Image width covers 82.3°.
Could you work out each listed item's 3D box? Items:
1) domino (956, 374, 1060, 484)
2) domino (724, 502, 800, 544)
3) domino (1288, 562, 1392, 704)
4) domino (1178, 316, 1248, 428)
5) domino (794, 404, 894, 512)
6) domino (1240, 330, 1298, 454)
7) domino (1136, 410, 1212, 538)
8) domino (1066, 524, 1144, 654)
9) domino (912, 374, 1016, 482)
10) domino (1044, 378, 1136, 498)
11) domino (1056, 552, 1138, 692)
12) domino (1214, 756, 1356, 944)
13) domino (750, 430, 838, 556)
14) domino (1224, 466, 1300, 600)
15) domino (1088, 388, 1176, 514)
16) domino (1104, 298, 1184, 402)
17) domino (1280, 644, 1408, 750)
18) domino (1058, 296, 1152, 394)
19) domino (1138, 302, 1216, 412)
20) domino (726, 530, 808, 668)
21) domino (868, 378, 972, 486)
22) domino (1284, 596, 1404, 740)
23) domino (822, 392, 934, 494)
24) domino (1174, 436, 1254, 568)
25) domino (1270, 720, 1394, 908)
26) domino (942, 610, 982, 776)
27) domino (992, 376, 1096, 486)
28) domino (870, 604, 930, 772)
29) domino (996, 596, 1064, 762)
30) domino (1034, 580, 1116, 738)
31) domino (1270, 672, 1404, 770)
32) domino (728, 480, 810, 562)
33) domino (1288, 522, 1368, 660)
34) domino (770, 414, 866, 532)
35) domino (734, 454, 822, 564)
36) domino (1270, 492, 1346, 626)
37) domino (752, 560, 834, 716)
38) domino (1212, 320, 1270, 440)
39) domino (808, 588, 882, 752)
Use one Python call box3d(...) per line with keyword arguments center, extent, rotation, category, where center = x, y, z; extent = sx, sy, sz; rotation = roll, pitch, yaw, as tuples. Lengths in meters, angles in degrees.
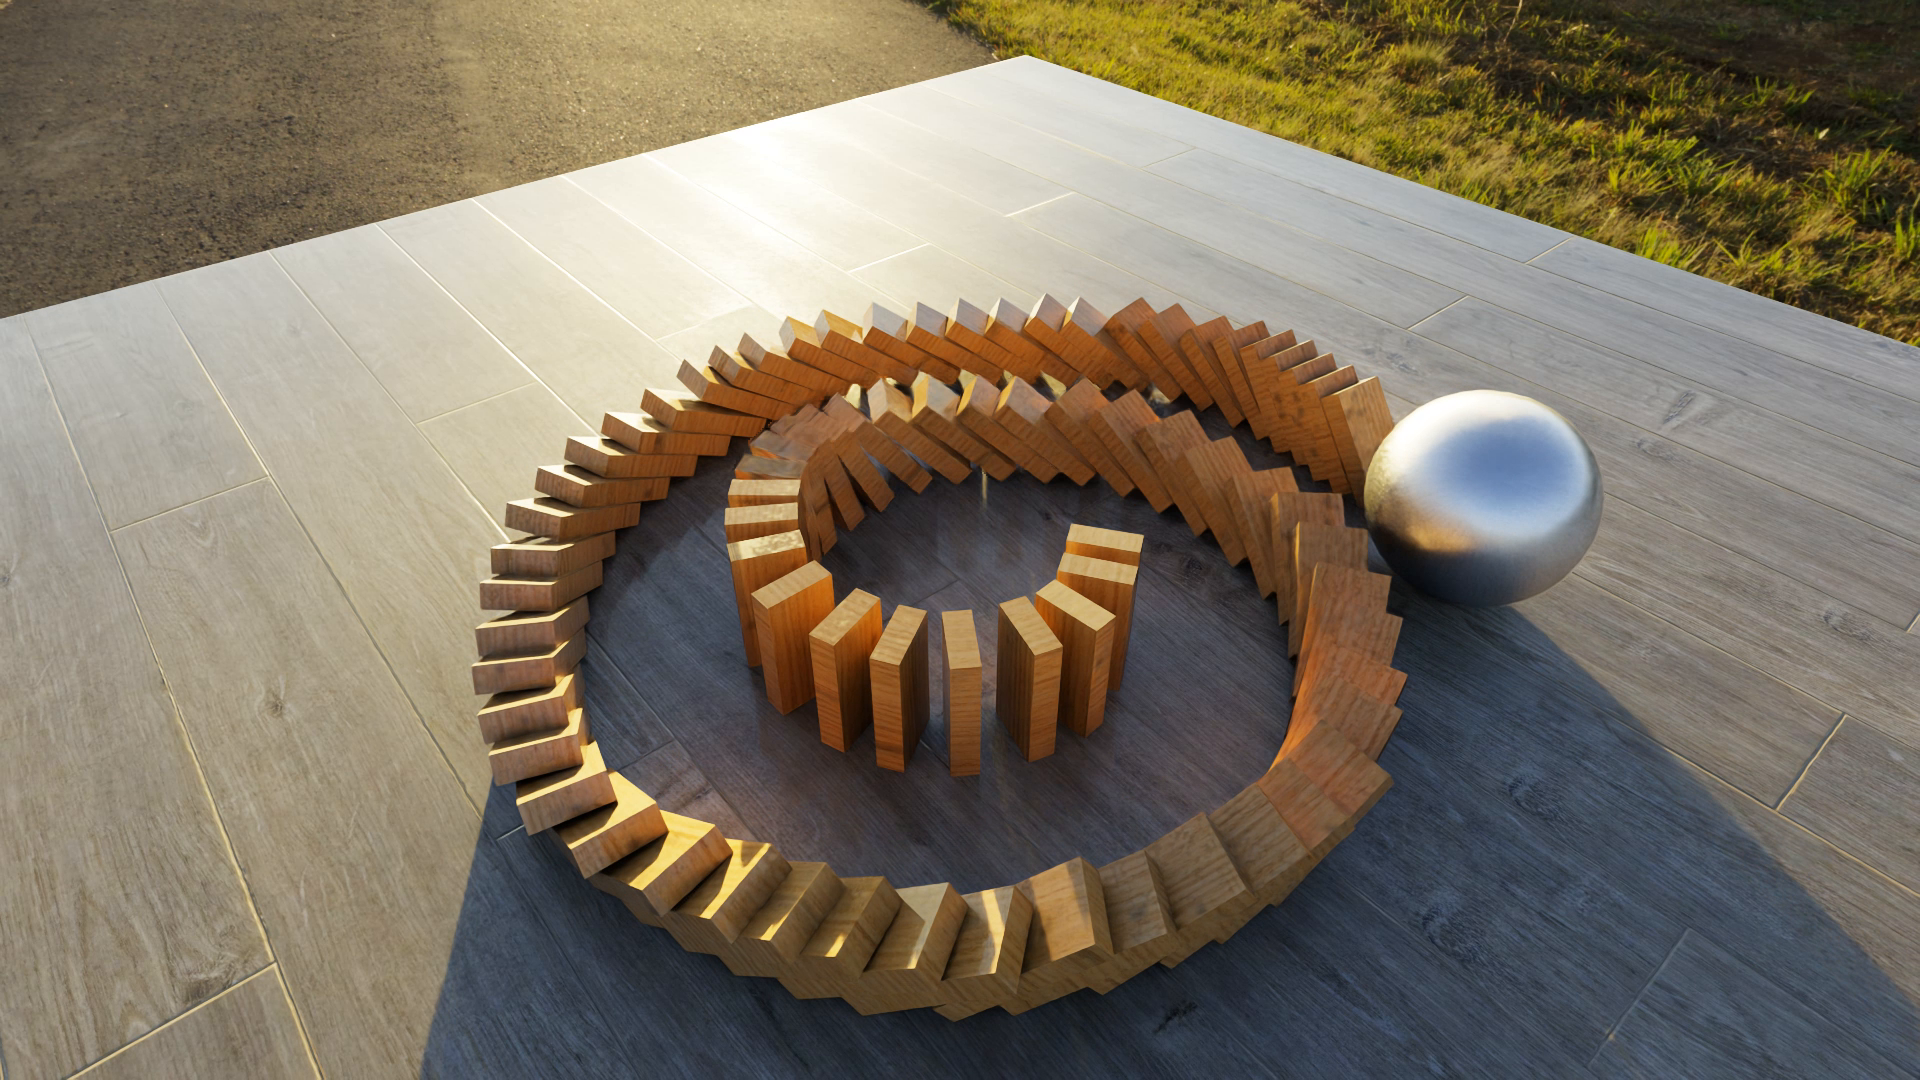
box3d(center=(0.023, -0.048, 0.481), extent=(0.050, 0.009, 0.025), rotation=(35, 38, -15), category="domino")
box3d(center=(-0.069, 0.010, 0.399), extent=(0.025, 0.050, 0.009), rotation=(-5, 40, -6), category="domino")
box3d(center=(0.132, 0.034, 0.382), extent=(0.025, 0.009, 0.050), rotation=(13, 71, 13), category="domino")
box3d(center=(0.127, -0.080, 0.520), extent=(0.025, 0.009, 0.050), rotation=(-24, 79, -27), category="domino")
box3d(center=(-0.047, -0.033, 0.453), extent=(0.025, 0.050, 0.009), rotation=(34, 77, 34), category="domino")
box3d(center=(0.147, -0.067, 0.498), extent=(0.025, 0.050, 0.009), rotation=(-24, 6, -26), category="domino")
box3d(center=(0.097, -0.028, 0.459), extent=(0.025, 0.009, 0.050), rotation=(-22, 74, -25), category="domino")
box3d(center=(0.049, 0.019, 0.389), extent=(0.025, 0.050, 0.010), rotation=(10, 40, 11), category="domino")
box3d(center=(0.002, -0.049, 0.479), extent=(0.050, 0.009, 0.025), rotation=(33, 33, -23), category="domino")
box3d(center=(0.063, -0.045, 0.478), extent=(0.050, 0.009, 0.025), rotation=(47, 52, 3), category="domino")
box3d(center=(0.045, 0.029, 0.376), extent=(0.025, 0.050, 0.009), rotation=(11, 41, 13), category="domino")
box3d(center=(0.084, 0.088, 0.315), extent=(0.050, 0.009, 0.025), rotation=(-42, 47, 3), category="domino")
box3d(center=(-0.065, -0.018, 0.433), extent=(0.025, 0.050, 0.009), rotation=(21, 52, 23), category="domino")
box3d(center=(0.124, -0.003, 0.430), extent=(0.025, 0.009, 0.050), rotation=(-9, 67, -10), category="domino")
box3d(center=(0.080, -0.038, 0.470), extent=(0.025, 0.010, 0.050), rotation=(-31, 81, -32), category="domino")
box3d(center=(0.096, -0.093, 0.537), extent=(0.050, 0.010, 0.025), rotation=(49, 54, 5), category="domino")
box3d(center=(0.120, 0.061, 0.351), extent=(0.025, 0.009, 0.050), rotation=(24, 74, 26), category="domino")
box3d(center=(0.073, -0.095, 0.539), extent=(0.050, 0.010, 0.025), rotation=(36, 41, -11), category="domino")
box3d(center=(0.111, -0.088, 0.530), extent=(0.025, 0.009, 0.050), rotation=(-33, 84, -36), category="domino")
box3d(center=(-0.065, 0.021, 0.386), extent=(0.025, 0.050, 0.009), rotation=(-12, 41, -14), category="domino")
box3d(center=(-0.017, -0.047, 0.475), extent=(0.009, 0.050, 0.025), rotation=(-41, 35, 21), category="domino")
box3d(center=(0.128, 0.046, 0.367), extent=(0.025, 0.010, 0.050), rotation=(17, 72, 16), category="domino")
box3d(center=(-0.034, -0.041, 0.464), extent=(0.009, 0.050, 0.025), rotation=(-48, 48, 3), category="domino")
box3d(center=(0.110, -0.016, 0.445), extent=(0.025, 0.010, 0.050), rotation=(-18, 71, -21), category="domino")
box3d(center=(0.100, 0.080, 0.324), extent=(0.050, 0.010, 0.025), rotation=(-46, 52, 0), category="domino")
box3d(center=(0.000, 0.049, 0.351), extent=(0.010, 0.050, 0.025), rotation=(-4, 40, -5), category="domino")
box3d(center=(0.039, -0.048, 0.479), extent=(0.050, 0.010, 0.025), rotation=(36, 38, -12), category="domino")
box3d(center=(-0.019, 0.048, 0.353), extent=(0.009, 0.050, 0.025), rotation=(12, 41, 14), category="domino")
box3d(center=(0.022, 0.046, 0.356), extent=(0.010, 0.050, 0.025), rotation=(-16, 42, -18), category="domino")
box3d(center=(0.036, 0.040, 0.363), extent=(0.025, 0.050, 0.010), rotation=(32, 49, 33), category="domino")
box3d(center=(0.112, 0.069, 0.337), extent=(0.025, 0.009, 0.050), rotation=(29, 83, 27), category="domino")
box3d(center=(-0.070, 0.000, 0.411), extent=(0.025, 0.050, 0.010), rotation=(0, 39, 1), category="domino")
box3d(center=(0.134, 0.020, 0.399), extent=(0.025, 0.010, 0.050), rotation=(7, 71, 3), category="domino")
box3d(center=(-0.057, -0.027, 0.444), extent=(0.025, 0.050, 0.009), rotation=(30, 67, 32), category="domino")
box3d(center=(-0.069, -0.009, 0.422), extent=(0.025, 0.050, 0.010), rotation=(8, 45, 10), category="domino")
box3d(center=(0.132, 0.007, 0.414), extent=(0.025, 0.010, 0.050), rotation=(2, 71, -2), category="domino")
box3d(center=(-0.054, 0.033, 0.371), extent=(0.025, 0.050, 0.009), rotation=(-30, 48, -31), category="domino")
box3d(center=(0.139, -0.074, 0.509), extent=(0.025, 0.010, 0.050), rotation=(-23, 88, -26), category="domino")
box3d(center=(-0.036, 0.043, 0.359), extent=(0.010, 0.050, 0.025), rotation=(21, 44, 24), category="domino")
